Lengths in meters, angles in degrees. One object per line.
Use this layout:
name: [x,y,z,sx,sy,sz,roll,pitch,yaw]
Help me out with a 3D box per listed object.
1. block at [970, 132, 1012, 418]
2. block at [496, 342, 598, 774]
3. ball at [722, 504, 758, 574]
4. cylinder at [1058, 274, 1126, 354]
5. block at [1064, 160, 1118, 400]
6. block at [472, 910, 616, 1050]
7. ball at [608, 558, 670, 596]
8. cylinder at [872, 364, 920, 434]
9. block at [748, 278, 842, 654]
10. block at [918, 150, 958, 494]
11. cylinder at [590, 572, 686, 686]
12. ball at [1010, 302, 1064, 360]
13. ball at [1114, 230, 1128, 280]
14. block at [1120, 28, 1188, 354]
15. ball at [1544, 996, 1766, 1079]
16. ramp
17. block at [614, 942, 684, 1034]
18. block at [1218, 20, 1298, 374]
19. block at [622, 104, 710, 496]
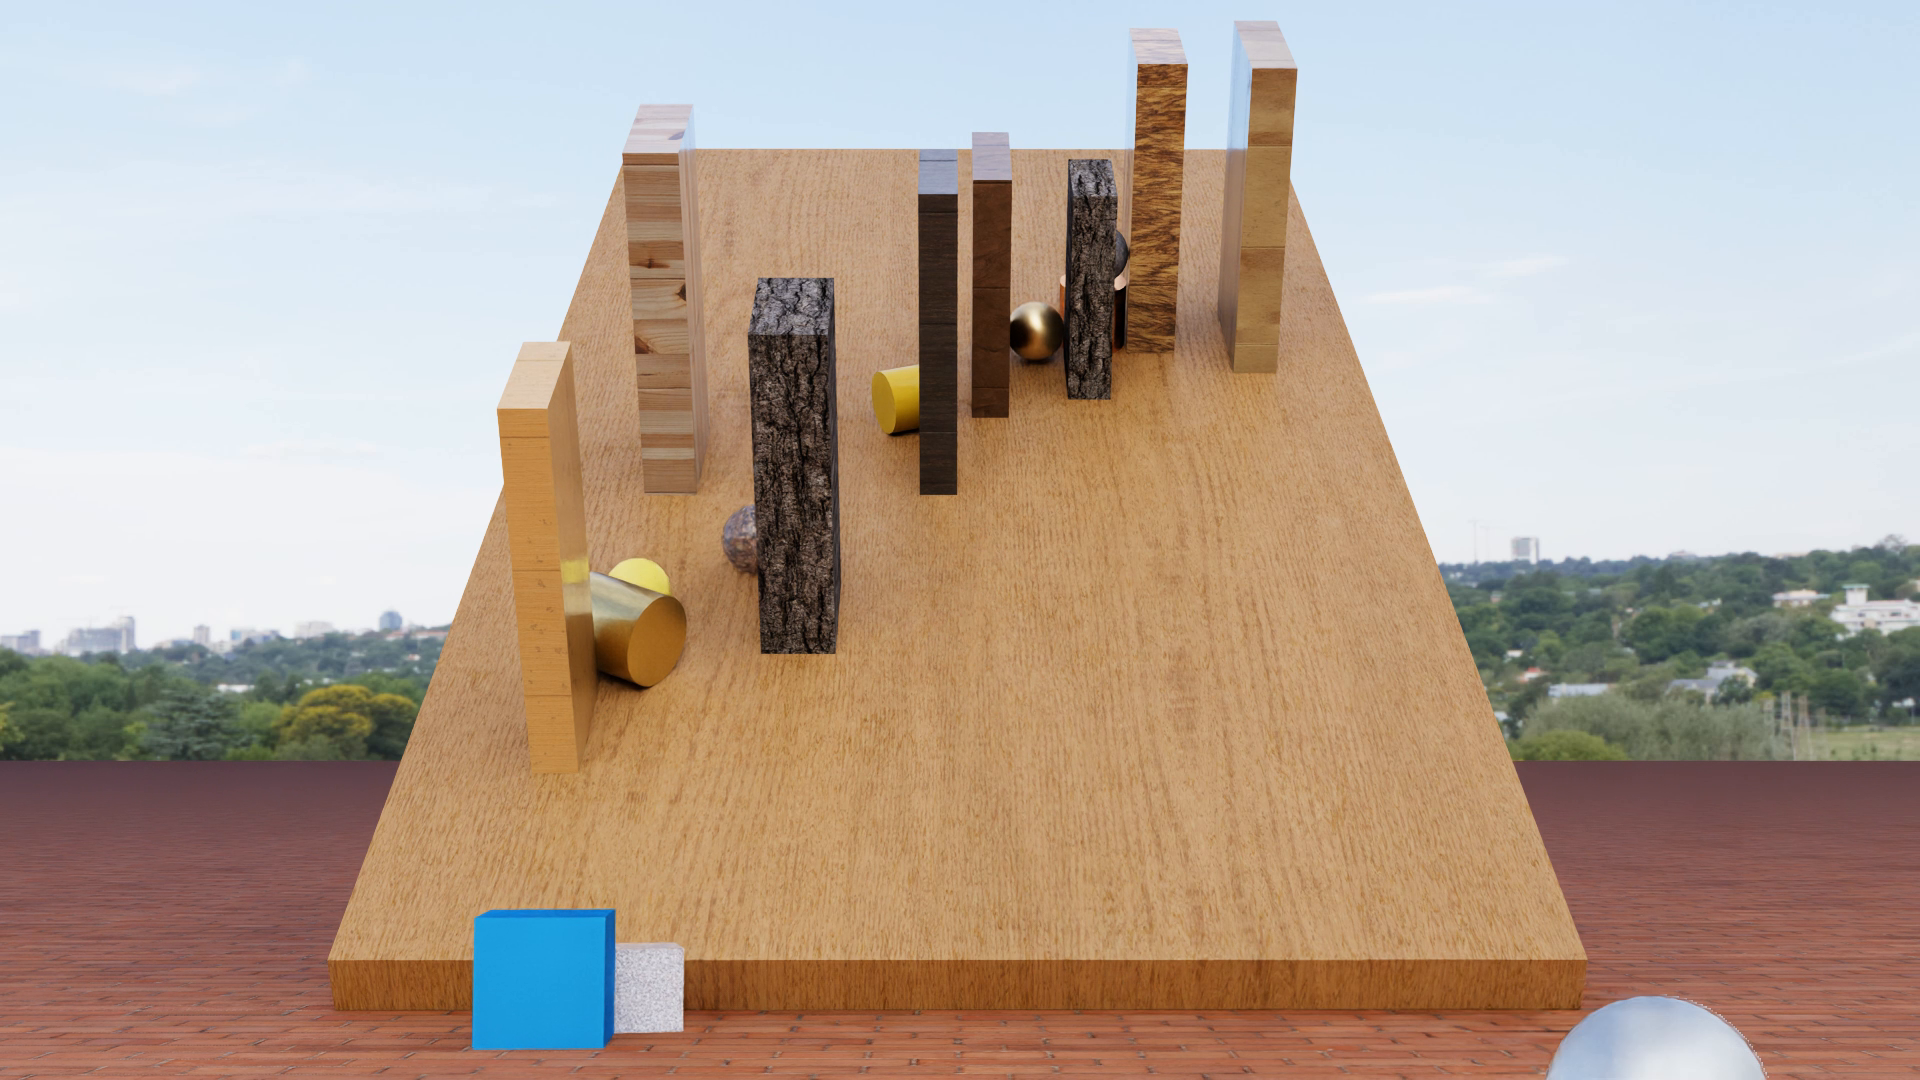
block: [0.071,-0.624,5.600,0.087,0.584,0.338,0,28,0]
block: [-0.722,0.035,4.208,0.083,0.715,0.280,0,28,0]
ball: [-0.419,-0.002,4.892,0.142,0.142,0.142,0,-5,0]
cylinder: [0.329,-0.568,5.944,0.165,0.165,0.165,0,28,0]
block: [0.308,-0.621,5.675,0.101,0.509,0.260,0,28,0]
block: [-0.593,0.626,3.414,0.181,0.181,0.181,0,-5,-4]
ball: [-0.634,0.100,4.690,0.130,0.130,0.130,0,-5,0]
cylinder: [-0.110,-0.330,5.512,0.146,0.146,0.146,-12,-1,-21]
block: [-0.313,-0.140,4.589,0.144,0.670,0.279,0,28,0]
block: [-0.047,-0.472,5.195,0.082,0.694,0.287,0,28,0]
cylinder: [-0.645,0.169,4.530,0.178,0.178,0.178,16,3,28]
ball: [0.185,-0.513,5.859,0.144,0.144,0.144,0,-5,0]
ball: [0.338,-0.704,5.864,0.151,0.151,0.151,0,-5,0]
block: [0.473,-0.860,5.887,0.119,0.736,0.305,0,28,0]
ball: [0.613,0.501,2.101,0.195,0.195,0.195,0,-5,0]
ramp: [-0.011,-0.223,5.573,2.000,0.100,4.000,0,28,0]
block: [-0.483,0.671,3.579,0.122,0.122,0.122,1,-5,-13]
block: [0.720,-0.837,5.818,0.105,0.762,0.399,0,28,0]
block: [-0.634,-0.521,5.189,0.115,0.781,0.330,0,28,0]
